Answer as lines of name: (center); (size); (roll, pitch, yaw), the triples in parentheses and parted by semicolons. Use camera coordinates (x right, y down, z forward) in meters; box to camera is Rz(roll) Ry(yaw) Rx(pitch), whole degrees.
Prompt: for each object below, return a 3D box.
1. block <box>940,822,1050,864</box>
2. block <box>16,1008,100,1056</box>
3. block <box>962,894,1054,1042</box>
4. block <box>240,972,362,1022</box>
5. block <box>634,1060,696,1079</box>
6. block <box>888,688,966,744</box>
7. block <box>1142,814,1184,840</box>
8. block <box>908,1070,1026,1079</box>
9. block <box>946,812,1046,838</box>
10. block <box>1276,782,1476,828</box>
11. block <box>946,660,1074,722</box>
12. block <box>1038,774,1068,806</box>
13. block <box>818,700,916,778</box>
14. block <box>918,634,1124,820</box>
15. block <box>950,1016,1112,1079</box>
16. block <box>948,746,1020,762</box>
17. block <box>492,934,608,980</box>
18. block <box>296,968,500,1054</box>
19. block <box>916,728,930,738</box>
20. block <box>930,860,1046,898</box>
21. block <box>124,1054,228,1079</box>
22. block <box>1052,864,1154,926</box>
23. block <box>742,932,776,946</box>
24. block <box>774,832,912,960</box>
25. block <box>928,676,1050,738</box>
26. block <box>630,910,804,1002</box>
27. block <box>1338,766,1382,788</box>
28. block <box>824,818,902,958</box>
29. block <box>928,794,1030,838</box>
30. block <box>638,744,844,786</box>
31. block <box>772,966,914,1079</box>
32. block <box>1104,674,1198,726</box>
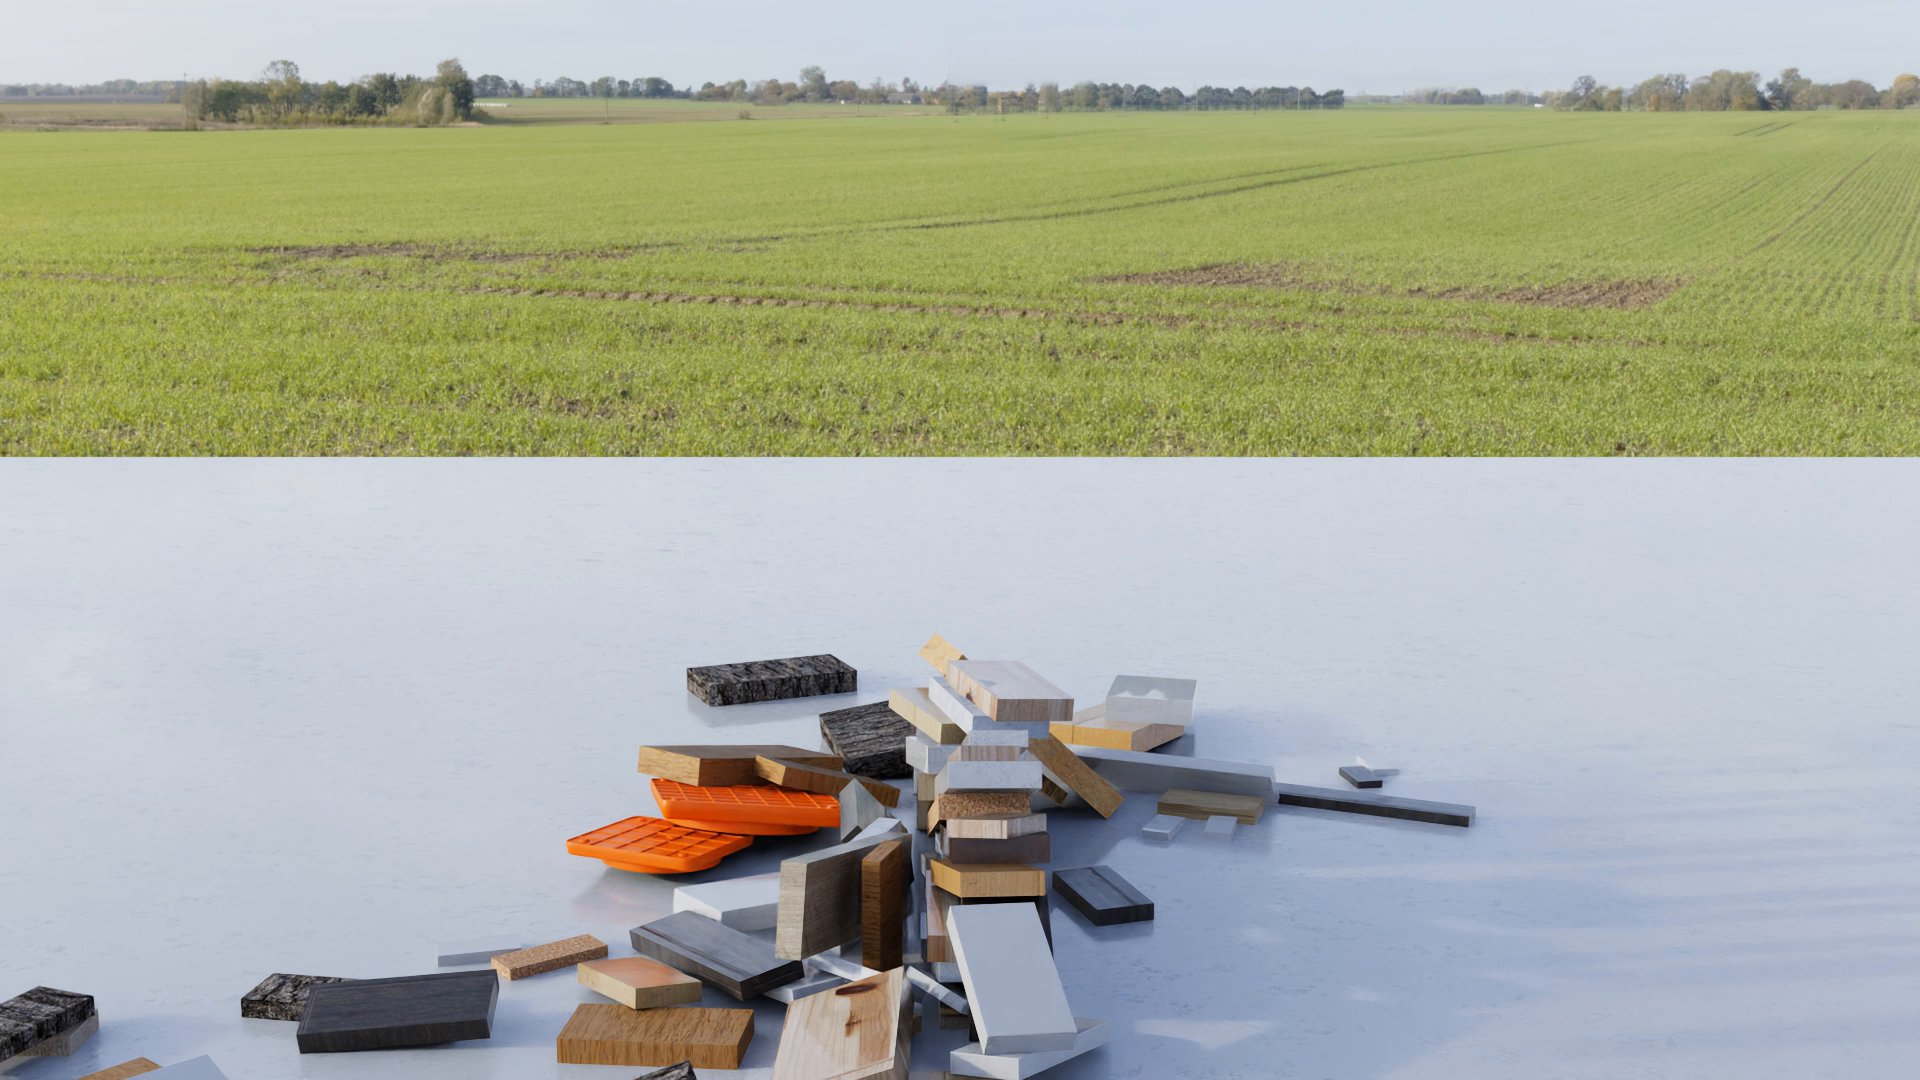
block: (0.050, 0.458, 3.334); (0.143, 0.041, 0.286); (0, -4, -4)
block: (-1.322, 0.687, 3.071); (0.200, 0.028, 0.100); (0, 11, 0)
block: (0.067, 0.580, 2.996); (0.120, 0.034, 0.239); (0, 36, -3)
block: (-0.870, 0.667, 3.176); (0.310, 0.028, 0.100); (2, 11, 10)
block: (-0.389, 0.726, 2.768); (0.103, 0.029, 0.205); (-20, 11, -1)
block: (-0.023, 0.306, 3.864); (0.123, 0.035, 0.247); (1, 10, -23)
block: (0.369, 0.522, 3.995); (0.051, 0.014, 0.102); (4, 11, 22)
block: (0.008, 0.763, 2.607); (0.171, 0.048, 0.530); (0, 11, -2)
block: (0.055, 0.418, 3.229); (0.091, 0.026, 0.182); (-1, -4, 20)
block: (0.613, 0.483, 4.192); (0.722, 0.020, 0.070); (5, 11, 24)
block: (0.082, 0.256, 3.759); (0.135, 0.038, 0.271); (1, 10, -19)
block: (0.129, 0.439, 4.094); (0.091, 0.026, 0.183); (28, -8, 30)
block: (-0.168, 0.405, 4.470); (0.174, 0.049, 0.348); (-10, 13, -12)
block: (0.113, 0.345, 4.081); (0.430, 0.051, 0.179); (42, -3, -19)
block: (0.099, 0.678, 2.947); (0.099, 0.028, 0.288); (-1, -2, 28)
block: (0.036, 0.344, 3.442); (0.091, 0.026, 0.182); (1, -11, -7)
block: (-0.627, 0.638, 3.364); (0.165, 0.018, 0.063); (-8, 13, -37)
block: (-0.785, 0.660, 3.082); (0.260, 0.033, 0.115); (-4, 25, -3)
block: (-0.017, 0.341, 4.042); (0.123, 0.035, 0.247); (0, -2, -1)
block: (0.037, 0.485, 3.165); (0.120, 0.034, 0.239); (1, -4, -11)
block: (-1.068, 0.733, 2.707); (0.355, 0.035, 0.125); (-10, 31, -43)
block: (0.234, 0.585, 3.622); (0.099, 0.028, 0.198); (-4, 11, -18)
block: (-0.337, 0.629, 3.410); (0.063, 0.018, 0.126); (-8, 13, -36)
block: (-0.170, 0.534, 3.341); (0.039, 0.138, 0.457); (3, -1, 18)
block: (0.048, 0.287, 3.791); (0.135, 0.038, 0.271); (2, 10, -17)
block: (-0.369, 0.619, 3.296); (0.103, 0.029, 0.369); (-15, 11, -32)
block: (0.784, 0.464, 4.306); (0.051, 0.014, 0.102); (-2, 11, -11)
block: (-0.159, 0.550, 3.506); (0.039, 0.138, 0.275); (4, 11, 18)
block: (0.026, 0.455, 3.621); (0.143, 0.041, 0.419); (0, -11, -3)
block: (-0.415, 0.428, 4.189); (0.179, 0.051, 0.357); (5, 0, 44)
block: (-0.154, 0.677, 2.924); (0.171, 0.048, 0.342); (-18, 10, 4)
block: (0.404, 0.334, 4.606); (0.174, 0.049, 0.348); (3, 4, 7)
